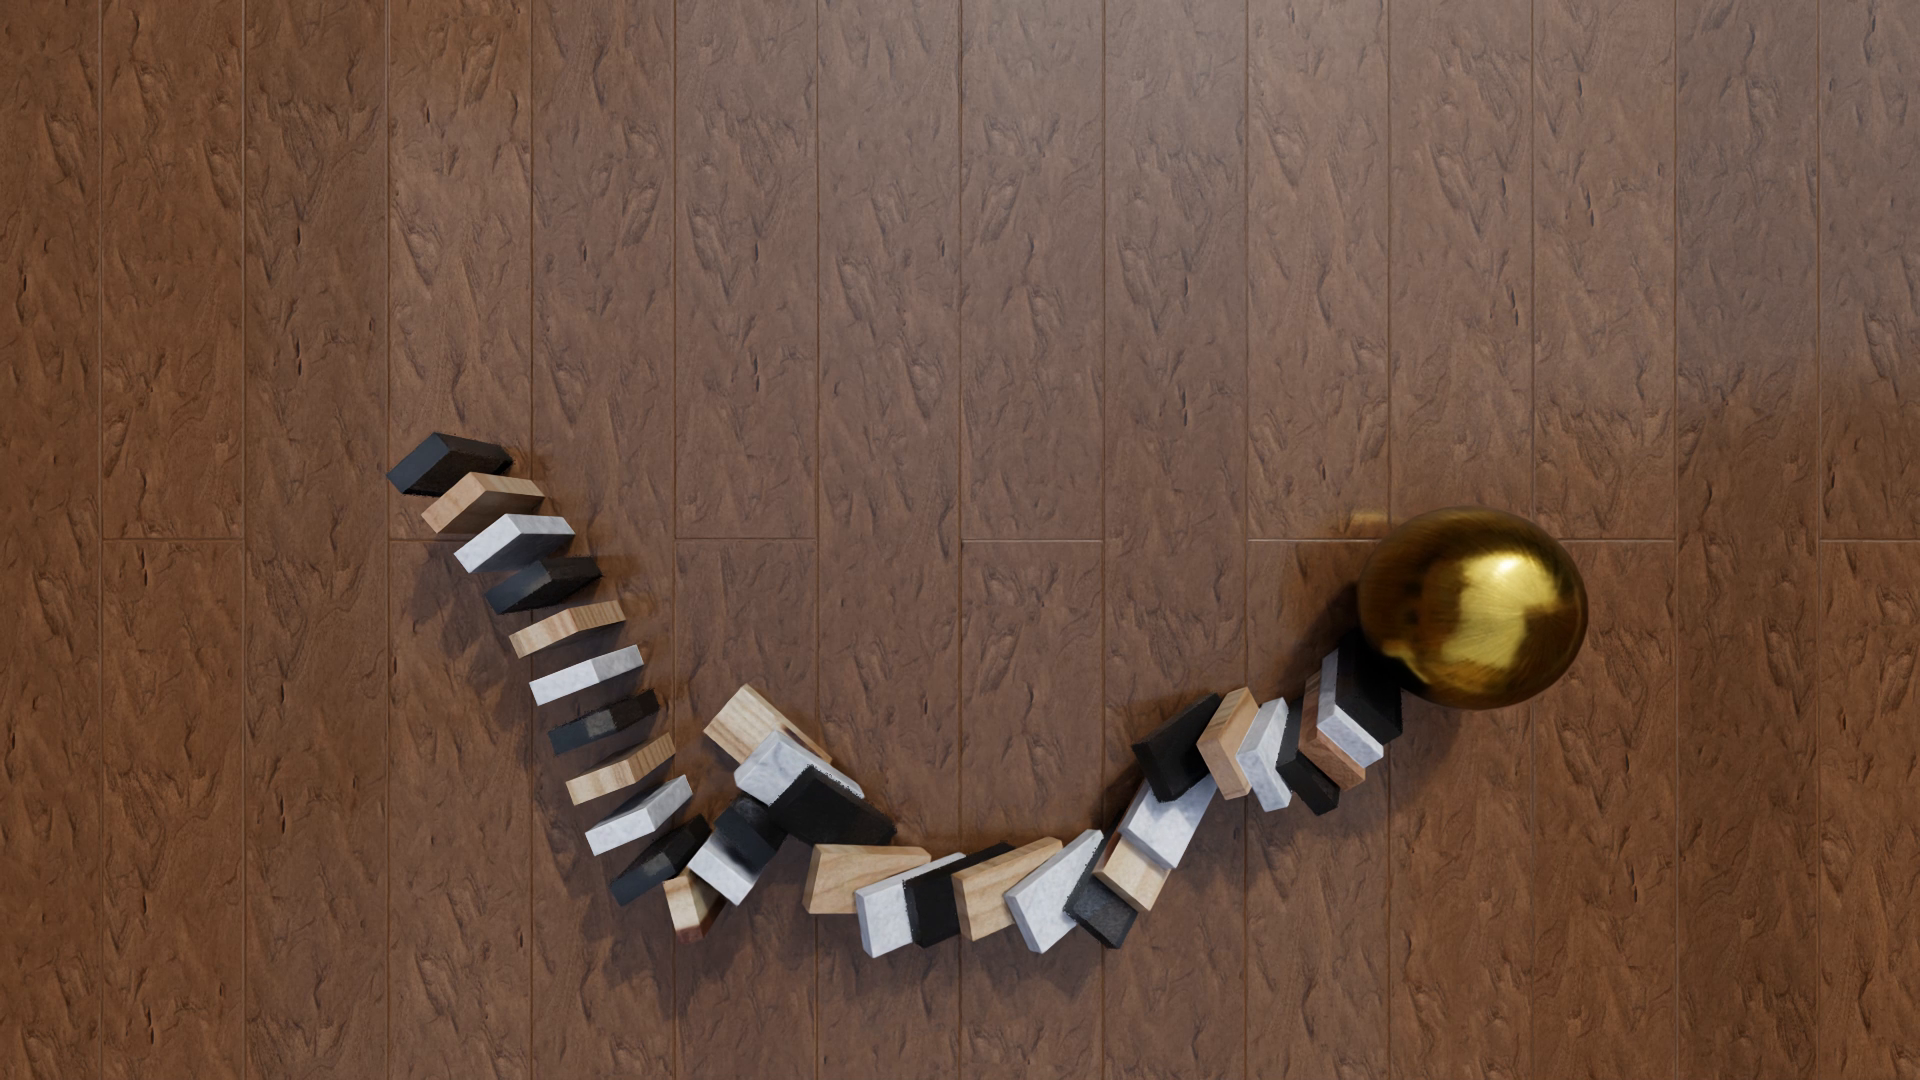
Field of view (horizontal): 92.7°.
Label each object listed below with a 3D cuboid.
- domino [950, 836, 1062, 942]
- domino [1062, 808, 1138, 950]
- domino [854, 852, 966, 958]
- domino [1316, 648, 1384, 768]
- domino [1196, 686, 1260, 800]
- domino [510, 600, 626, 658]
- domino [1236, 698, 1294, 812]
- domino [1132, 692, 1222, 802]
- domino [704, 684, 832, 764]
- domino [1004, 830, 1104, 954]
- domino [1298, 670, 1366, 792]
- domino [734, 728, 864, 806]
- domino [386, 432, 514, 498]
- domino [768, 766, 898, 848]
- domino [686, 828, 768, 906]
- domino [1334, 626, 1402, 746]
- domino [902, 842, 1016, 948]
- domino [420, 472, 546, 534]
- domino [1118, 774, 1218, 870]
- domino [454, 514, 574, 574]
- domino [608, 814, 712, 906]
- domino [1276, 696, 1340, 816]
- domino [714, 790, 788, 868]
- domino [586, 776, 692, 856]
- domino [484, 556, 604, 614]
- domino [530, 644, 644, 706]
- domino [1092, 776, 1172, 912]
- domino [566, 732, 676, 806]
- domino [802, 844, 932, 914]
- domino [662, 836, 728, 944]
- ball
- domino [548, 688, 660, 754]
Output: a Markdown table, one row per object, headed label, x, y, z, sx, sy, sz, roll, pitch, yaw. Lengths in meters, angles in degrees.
| label | x | y | z | sx | sy | sz | roll | pitch | yaw |
| --- | --- | --- | --- | --- | --- | --- | --- | --- | --- |
| domino | 0.022 | 0.145 | 0.383 | 0.050 | 0.009 | 0.025 | -10 | 90 | -30 |
| domino | 0.067 | 0.141 | 0.383 | 0.025 | 0.010 | 0.050 | 41 | 59 | -2 |
| domino | -0.018 | 0.152 | 0.383 | 0.050 | 0.009 | 0.025 | -10 | 93 | -30 |
| domino | 0.161 | 0.068 | 0.377 | 0.025 | 0.050 | 0.009 | 42 | 124 | 0 |
| domino | 0.114 | 0.082 | 0.377 | 0.010 | 0.050 | 0.025 | -28 | 90 | 34 |
| domino | -0.159 | 0.036 | 0.375 | 0.025 | 0.050 | 0.009 | -25 | 90 | 0 |
| domino | 0.129 | 0.087 | 0.377 | 0.009 | 0.050 | 0.025 | -28 | 90 | 34 |
| domino | 0.095 | 0.085 | 0.380 | 0.050 | 0.009 | 0.025 | -22 | 84 | -39 |
| domino | -0.083 | 0.088 | 0.395 | 0.050 | 0.010 | 0.025 | 41 | 90 | 0 |
| domino | 0.044 | 0.146 | 0.383 | 0.050 | 0.009 | 0.025 | -26 | 90 | -33 |
| domino | 0.154 | 0.077 | 0.377 | 0.025 | 0.050 | 0.009 | 42 | 124 | 0 |
| domino | -0.067 | 0.103 | 0.383 | 0.025 | 0.010 | 0.050 | -48 | 120 | -1 |
| domino | -0.207 | -0.029 | 0.375 | 0.025 | 0.050 | 0.010 | -42 | 90 | 0 |
| domino | -0.053 | 0.118 | 0.383 | 0.025 | 0.009 | 0.050 | -47 | 120 | 0 |
| domino | -0.092 | 0.128 | 0.375 | 0.025 | 0.050 | 0.009 | 38 | 91 | 0 |
| domino | 0.168 | 0.059 | 0.377 | 0.025 | 0.050 | 0.009 | 42 | 124 | 0 |
| domino | 0.002 | 0.148 | 0.383 | 0.050 | 0.010 | 0.025 | -11 | 92 | -30 |
| domino | -0.194 | -0.014 | 0.375 | 0.025 | 0.050 | 0.009 | -41 | 90 | 0 |
| domino | 0.089 | 0.109 | 0.383 | 0.025 | 0.010 | 0.050 | 40 | 59 | 0 |
| domino | -0.181 | 0.001 | 0.375 | 0.025 | 0.050 | 0.009 | -38 | 90 | 0 |
| domino | -0.121 | 0.130 | 0.375 | 0.025 | 0.050 | 0.010 | -32 | 90 | 0 |
| domino | 0.145 | 0.087 | 0.377 | 0.025 | 0.050 | 0.009 | 49 | 125 | -1 |
| domino | -0.082 | 0.114 | 0.375 | 0.025 | 0.050 | 0.009 | 45 | 91 | 0 |
| domino | -0.130 | 0.112 | 0.375 | 0.025 | 0.050 | 0.010 | -23 | 90 | 0 |
| domino | -0.169 | 0.018 | 0.375 | 0.025 | 0.050 | 0.009 | -33 | 90 | 0 |
| domino | -0.151 | 0.054 | 0.375 | 0.025 | 0.050 | 0.010 | -21 | 90 | 0 |
| domino | 0.078 | 0.126 | 0.383 | 0.025 | 0.010 | 0.050 | 40 | 59 | -2 |
| domino | -0.137 | 0.093 | 0.375 | 0.025 | 0.050 | 0.010 | -20 | 90 | 0 |
| domino | -0.039 | 0.142 | 0.384 | 0.050 | 0.009 | 0.025 | 12 | 90 | -27 |
| domino | -0.106 | 0.141 | 0.375 | 0.009 | 0.050 | 0.025 | -15 | 90 | 0 |
| ball | 0.199 | 0.026 | 0.360 | 0.080 | 0.080 | 0.080 | 0 | 90 | 0 |
| domino | -0.144 | 0.074 | 0.375 | 0.025 | 0.050 | 0.010 | -20 | 90 | 0 |
